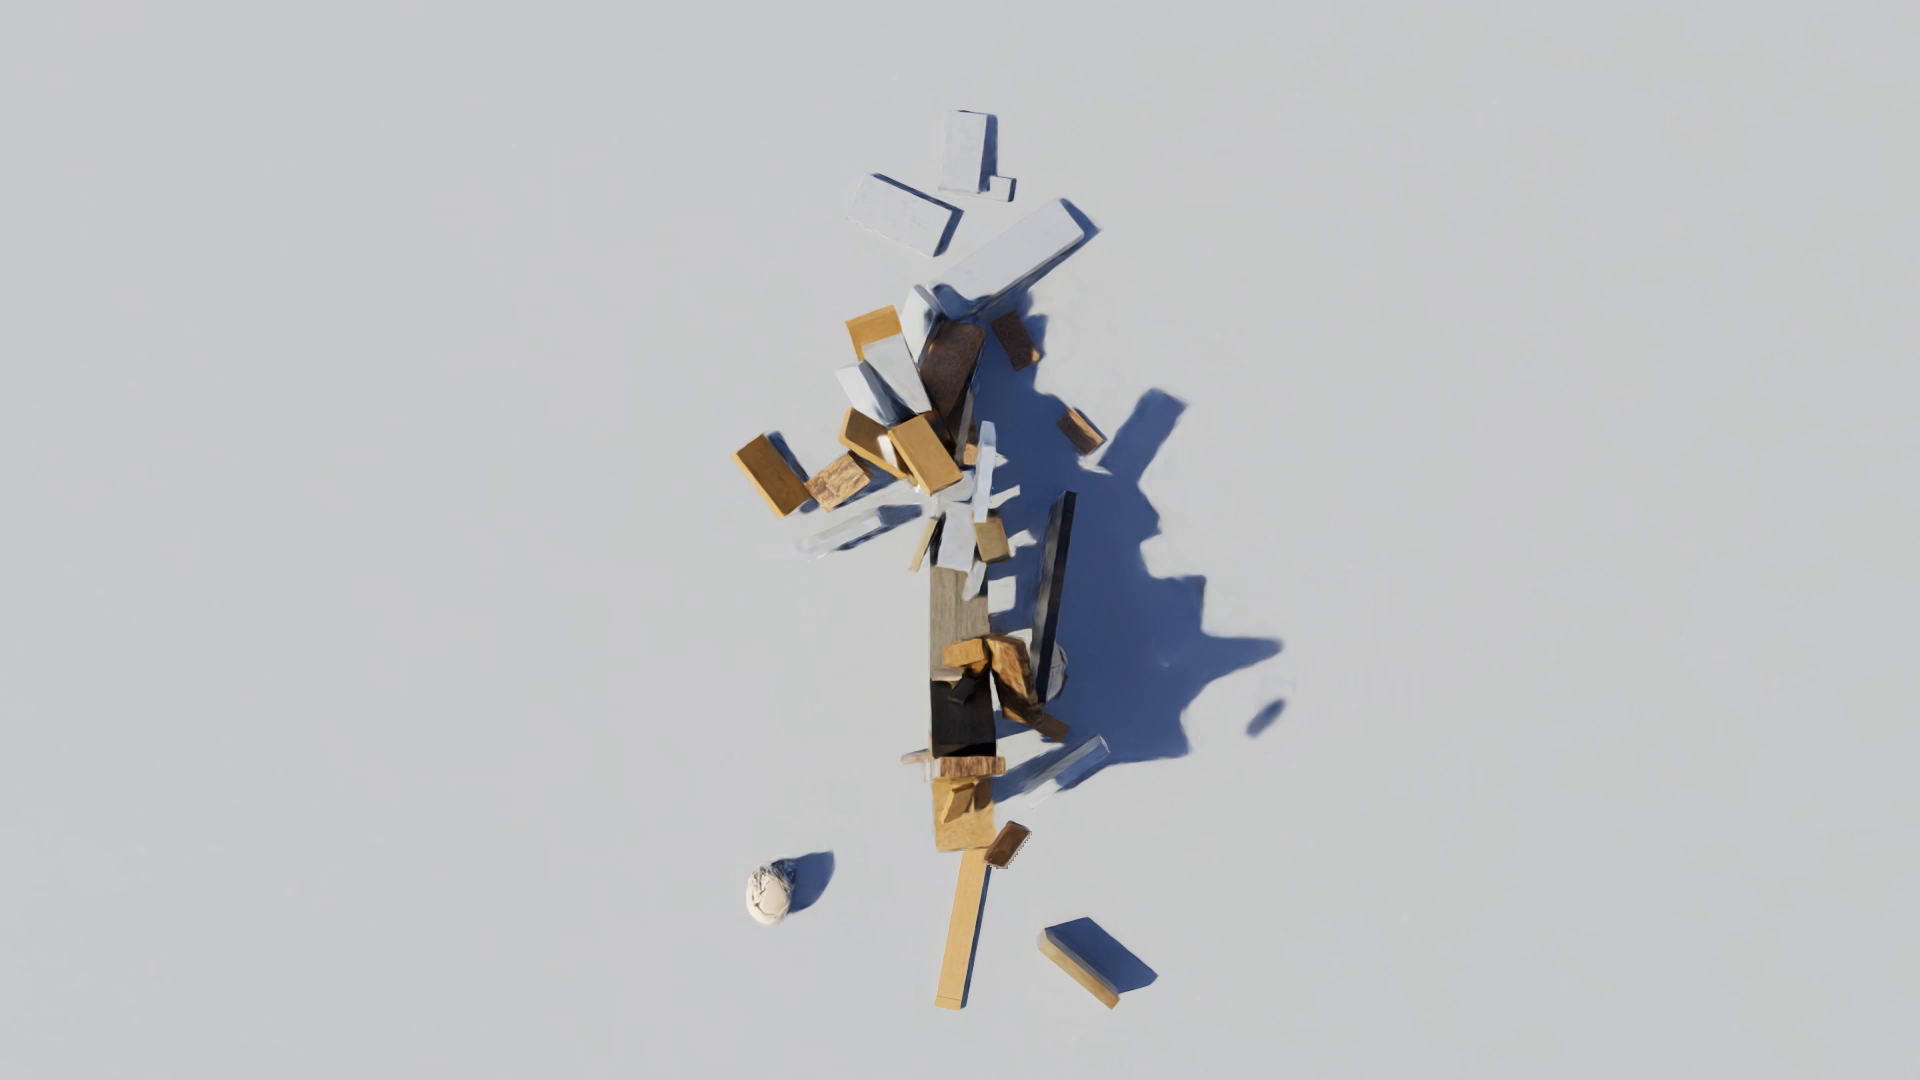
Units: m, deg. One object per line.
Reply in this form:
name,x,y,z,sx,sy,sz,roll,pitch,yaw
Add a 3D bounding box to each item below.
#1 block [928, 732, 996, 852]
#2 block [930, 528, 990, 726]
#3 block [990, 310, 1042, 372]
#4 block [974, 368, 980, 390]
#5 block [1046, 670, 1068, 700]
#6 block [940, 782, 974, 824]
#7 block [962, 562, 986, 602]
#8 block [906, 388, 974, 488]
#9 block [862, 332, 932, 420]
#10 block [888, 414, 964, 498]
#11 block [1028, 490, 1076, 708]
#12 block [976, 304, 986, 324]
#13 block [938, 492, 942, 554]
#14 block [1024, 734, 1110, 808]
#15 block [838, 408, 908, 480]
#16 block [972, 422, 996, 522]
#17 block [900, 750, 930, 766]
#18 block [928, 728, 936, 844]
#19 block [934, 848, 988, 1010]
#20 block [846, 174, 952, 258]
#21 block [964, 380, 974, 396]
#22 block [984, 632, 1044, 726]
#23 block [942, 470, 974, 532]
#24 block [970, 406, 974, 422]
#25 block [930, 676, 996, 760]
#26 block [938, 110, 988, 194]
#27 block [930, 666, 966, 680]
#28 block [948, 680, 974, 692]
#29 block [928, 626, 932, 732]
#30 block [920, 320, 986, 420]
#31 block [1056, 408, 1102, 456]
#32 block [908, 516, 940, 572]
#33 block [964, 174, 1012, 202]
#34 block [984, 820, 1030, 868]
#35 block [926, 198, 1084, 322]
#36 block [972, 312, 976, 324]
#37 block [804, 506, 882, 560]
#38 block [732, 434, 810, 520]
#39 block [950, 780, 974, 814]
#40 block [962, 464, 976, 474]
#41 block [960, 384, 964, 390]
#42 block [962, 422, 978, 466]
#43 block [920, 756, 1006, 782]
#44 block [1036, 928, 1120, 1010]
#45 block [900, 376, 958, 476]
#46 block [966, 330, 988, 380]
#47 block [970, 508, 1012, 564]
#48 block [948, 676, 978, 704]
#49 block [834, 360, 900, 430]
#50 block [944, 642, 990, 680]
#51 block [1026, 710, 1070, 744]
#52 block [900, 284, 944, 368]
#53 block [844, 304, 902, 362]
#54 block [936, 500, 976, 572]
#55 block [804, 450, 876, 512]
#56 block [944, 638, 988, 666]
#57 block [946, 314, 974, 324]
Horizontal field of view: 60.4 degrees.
block,0.006,0.733,4.850,0.173,0.049,0.346,-4,76,-2
block,-0.002,0.243,5.053,0.179,0.051,0.651,-1,70,0
block,0.186,-0.664,5.487,0.092,0.026,0.184,-29,90,0
block,0.018,-0.583,5.454,0.088,0.025,0.176,-1,109,0
block,0.324,0.483,5.493,0.046,0.013,0.093,22,90,0
block,-0.011,0.750,4.699,0.066,0.132,0.019,-14,49,-35
block,0.042,0.124,4.947,0.024,0.172,0.086,17,75,-6
block,-0.062,-0.331,5.261,0.171,0.390,0.049,-18,125,22
block,-0.194,-0.501,5.099,0.133,0.038,0.265,-17,124,8
block,-0.106,-0.258,5.020,0.120,0.034,0.239,-27,74,-24
block,0.282,0.194,5.229,0.039,0.136,0.734,15,64,-10
block,0.049,-0.798,5.489,0.074,0.021,0.149,23,90,0
block,-0.017,-0.054,5.115,0.103,0.029,0.206,0,62,0
block,0.348,0.756,5.411,0.309,0.154,0.044,-35,93,4
block,-0.254,-0.294,5.021,0.239,0.034,0.120,30,50,-25
block,0.071,-0.202,4.929,0.039,0.136,0.272,4,126,-4
block,-0.111,0.713,5.458,0.169,0.085,0.024,-11,90,0
block,-0.001,0.734,4.974,0.173,0.049,0.346,-4,63,1
block,0.008,1.279,5.488,0.085,0.024,0.564,10,90,0
block,-0.203,-1.078,5.478,0.315,0.045,0.158,24,90,0
block,0.003,-0.478,5.462,0.088,0.025,0.176,0,107,0
block,0.159,0.415,4.910,0.039,0.136,0.272,-29,115,-36
block,-0.007,-0.121,5.119,0.103,0.029,0.206,-1,61,0
block,0.010,-0.406,5.461,0.068,0.019,0.135,3,107,-1
block,0.006,0.513,4.776,0.179,0.358,0.051,-2,117,-1
block,0.010,-1.285,5.467,0.131,0.037,0.262,7,84,1
block,-0.033,0.395,4.903,0.098,0.049,0.014,-1,124,20
block,0.000,0.425,4.881,0.049,0.098,0.014,-10,118,-17
block,-0.007,0.469,5.043,0.173,0.049,0.442,-2,61,-1
block,-0.055,-0.540,5.320,0.049,0.171,0.343,32,78,-42
block,0.398,-0.360,5.489,0.074,0.021,0.149,-44,90,0
block,-0.107,0.011,5.048,0.024,0.086,0.172,23,99,4
block,0.092,-1.174,5.489,0.148,0.021,0.074,10,89,0
block,0.128,0.839,4.554,0.067,0.019,0.133,25,107,-28
block,0.148,-0.919,5.430,0.529,0.045,0.158,-35,82,-8
block,0.001,-0.790,5.462,0.092,0.026,0.184,-5,93,2
block,-0.385,-0.023,5.425,0.265,0.133,0.038,-26,105,2
block,-0.621,-0.208,5.437,0.131,0.037,0.262,-40,95,-36
block,0.006,0.737,4.741,0.066,0.019,0.132,-2,134,2
block,0.006,-0.098,5.206,0.137,0.039,0.274,-2,93,0
block,-0.015,-0.467,5.420,0.068,0.019,0.135,-10,102,20
block,0.026,-0.318,5.469,0.068,0.019,0.135,-9,108,3
block,0.005,0.647,4.649,0.179,0.358,0.051,0,79,-10
block,0.386,1.409,5.423,0.309,0.154,0.044,40,90,0
block,-0.142,-0.368,5.203,0.171,0.049,0.343,-34,46,9
block,0.023,-0.613,5.384,0.088,0.025,0.176,15,73,6
block,0.093,-0.012,4.996,0.086,0.024,0.172,-9,66,-12
block,0.009,0.439,4.824,0.049,0.098,0.014,18,131,17
block,-0.278,-0.426,5.117,0.038,0.133,0.266,-40,111,-31
block,0.021,0.361,4.947,0.133,0.019,0.067,28,71,34
block,0.292,0.617,5.491,0.132,0.019,0.066,29,90,0
block,-0.141,-0.692,5.371,0.037,0.262,0.131,-24,64,-36
block,-0.236,-0.558,5.122,0.158,0.045,0.315,-21,123,-7
block,-0.002,-0.011,5.023,0.103,0.029,0.206,11,70,-1
block,-0.395,-0.194,5.401,0.239,0.034,0.120,-32,101,39
block,0.016,0.338,4.915,0.133,0.019,0.067,-18,72,30
block,0.000,-0.653,5.457,0.092,0.026,0.184,1,109,0
